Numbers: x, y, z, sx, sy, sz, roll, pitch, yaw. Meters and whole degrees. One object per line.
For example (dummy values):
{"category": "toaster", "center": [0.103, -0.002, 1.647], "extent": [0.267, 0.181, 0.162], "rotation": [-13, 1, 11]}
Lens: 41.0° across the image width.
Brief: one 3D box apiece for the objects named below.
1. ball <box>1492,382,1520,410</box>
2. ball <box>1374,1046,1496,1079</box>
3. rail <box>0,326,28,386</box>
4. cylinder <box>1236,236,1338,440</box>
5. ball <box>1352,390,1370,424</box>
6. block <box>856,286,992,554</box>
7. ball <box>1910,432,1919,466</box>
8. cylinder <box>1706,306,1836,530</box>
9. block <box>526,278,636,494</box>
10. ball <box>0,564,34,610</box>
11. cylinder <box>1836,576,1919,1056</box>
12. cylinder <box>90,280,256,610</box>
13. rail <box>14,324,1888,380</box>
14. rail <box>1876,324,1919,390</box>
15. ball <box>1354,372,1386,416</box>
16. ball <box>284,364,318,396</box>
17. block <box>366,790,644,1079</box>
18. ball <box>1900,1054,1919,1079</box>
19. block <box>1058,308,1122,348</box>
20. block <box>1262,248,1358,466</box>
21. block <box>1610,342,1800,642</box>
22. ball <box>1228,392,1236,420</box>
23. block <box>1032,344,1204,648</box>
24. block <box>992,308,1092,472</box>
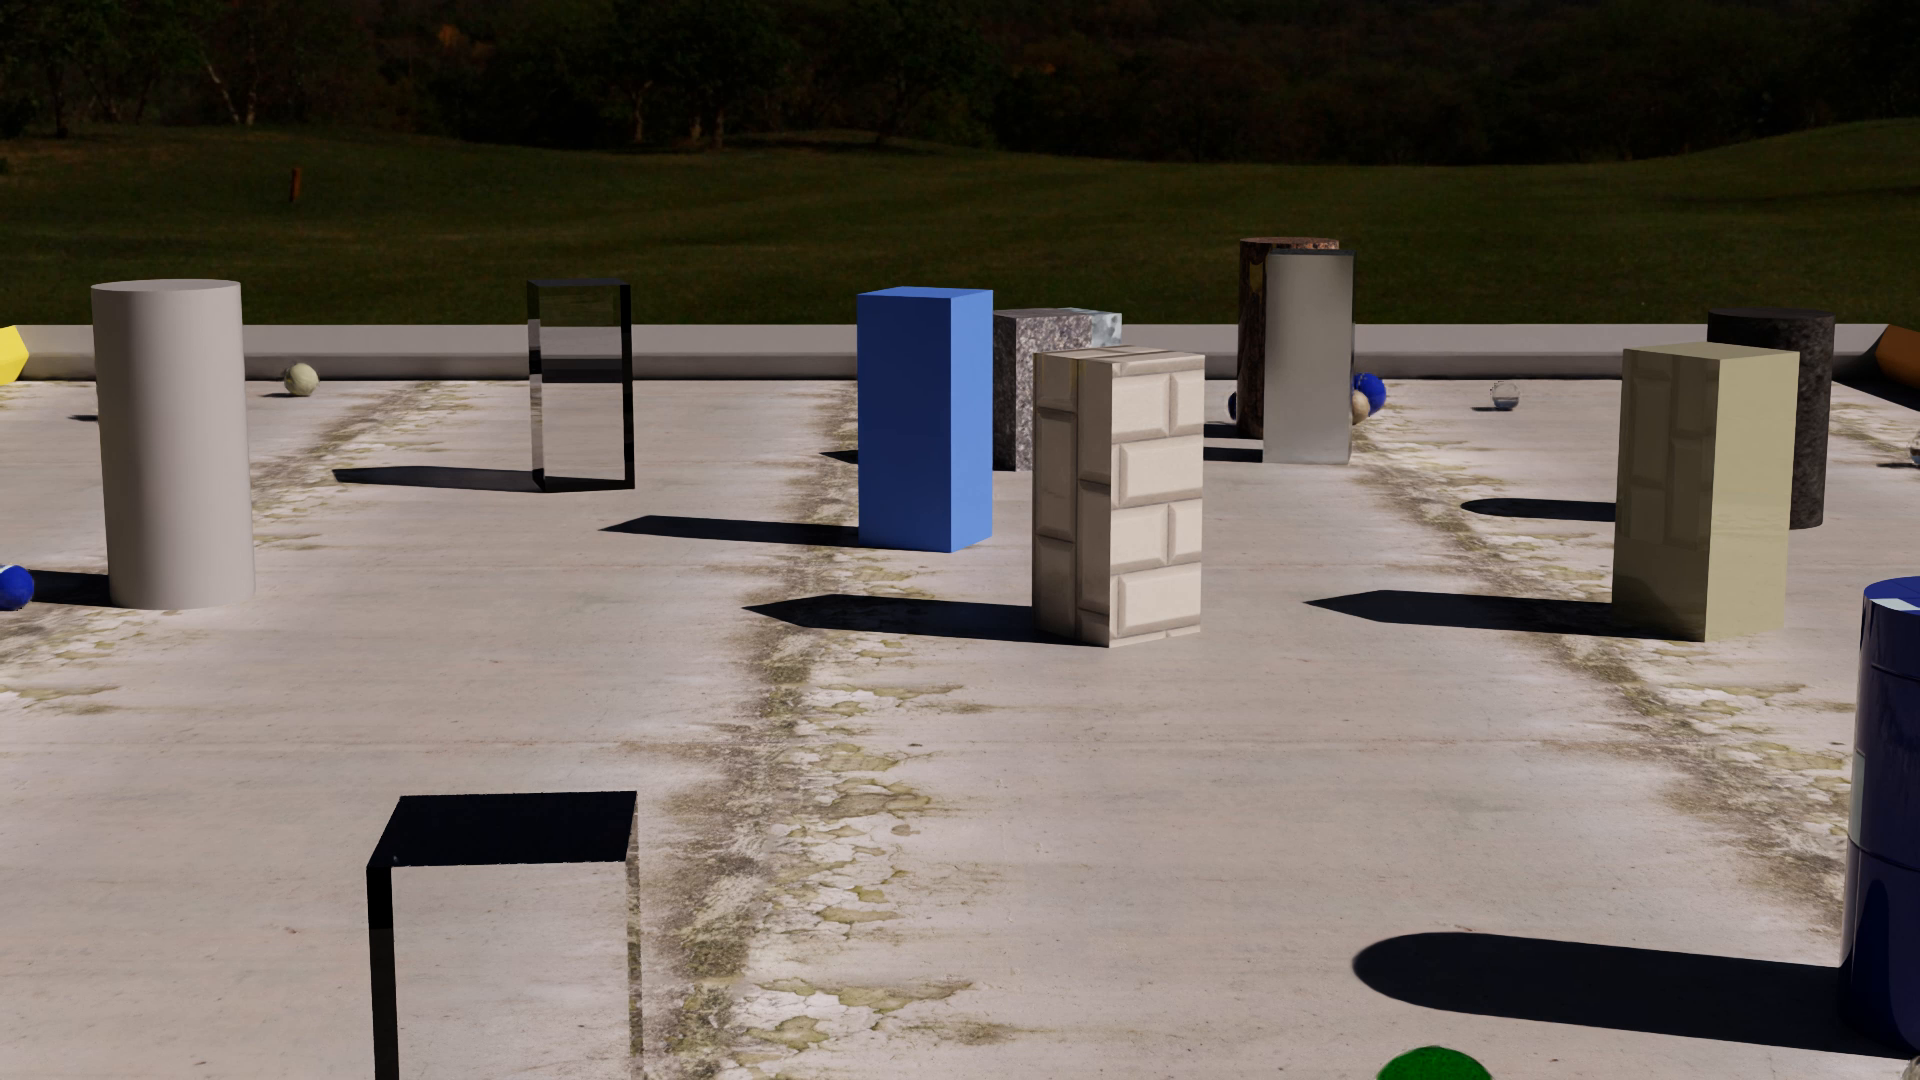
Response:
{"category": "ball", "center": [1.162, -0.306, 5.460], "extent": [0.059, 0.059, 0.059], "rotation": [0, 11, 0]}
{"category": "ball", "center": [0.311, 0.379, 1.678], "extent": [0.094, 0.094, 0.094], "rotation": [0, 11, 0]}
{"category": "rail", "center": [-2.162, 0.035, 3.437], "extent": [0.045, 0.126, 5.170], "rotation": [0, 11, 0]}
{"category": "cylinder", "center": [0.647, -0.401, 5.080], "extent": [0.194, 0.385, 0.194], "rotation": [0, 11, 0]}
{"category": "ball", "center": [0.800, -0.271, 5.240], "extent": [0.072, 0.072, 0.072], "rotation": [0, 11, 0]}
{"category": "block", "center": [-0.052, -0.188, 3.933], "extent": [0.156, 0.384, 0.156], "rotation": [5, 12, 24]}
{"category": "ball", "center": [1.769, -0.167, 4.680], "extent": [0.070, 0.070, 0.070], "rotation": [0, 11, 0]}
{"category": "cylinder", "center": [1.295, -0.198, 4.124], "extent": [0.194, 0.335, 0.194], "rotation": [0, 11, 0]}
{"category": "block", "center": [-0.661, -0.272, 4.469], "extent": [0.156, 0.354, 0.156], "rotation": [-3, 11, -17]}
{"category": "ball", "center": [-1.280, 0.064, 3.459], "extent": [0.062, 0.062, 0.062], "rotation": [0, 11, 0]}
{"category": "cylinder", "center": [0.778, 0.208, 1.947], "extent": [0.194, 0.332, 0.194], "rotation": [0, 11, 0]}
{"category": "cylinder", "center": [-1.077, -0.134, 3.520], "extent": [0.194, 0.431, 0.194], "rotation": [0, 11, 0]}
{"category": "rail", "center": [-0.015, -0.435, 5.967], "extent": [4.371, 0.126, 0.045], "rotation": [0, 11, 0]}
{"category": "rail", "center": [2.162, 0.030, 3.461], "extent": [0.045, 0.126, 5.170], "rotation": [0, 11, 0]}
{"category": "ball", "center": [0.846, -0.304, 5.363], "extent": [0.091, 0.091, 0.091], "rotation": [0, 11, 0]}
{"category": "ball", "center": [-1.459, -0.354, 5.679], "extent": [0.074, 0.074, 0.074], "rotation": [0, 11, 0]}
{"category": "block", "center": [-0.287, 0.305, 1.653], "extent": [0.156, 0.249, 0.156], "rotation": [-1, 11, -4]}
{"category": "ball", "center": [0.668, 0.377, 1.708], "extent": [0.086, 0.086, 0.086], "rotation": [0, 11, 0]}
{"category": "block", "center": [0.206, -0.323, 5.039], "extent": [0.156, 0.247, 0.156], "rotation": [-8, 13, -36]}
{"category": "block", "center": [0.651, -0.342, 4.766], "extent": [0.156, 0.385, 0.156], "rotation": [2, 11, 11]}
{"category": "block", "center": [0.969, -0.067, 3.343], "extent": [0.156, 0.362, 0.156], "rotation": [-7, 13, -34]}
{"category": "ball", "center": [0.580, -0.274, 5.224], "extent": [0.072, 0.072, 0.072], "rotation": [0, 11, 0]}
{"category": "block", "center": [0.203, -0.061, 3.315], "extent": [0.156, 0.361, 0.156], "rotation": [-8, 13, -37]}
{"category": "block", "center": [0.134, -0.279, 4.718], "extent": [0.156, 0.277, 0.156], "rotation": [-5, 12, -27]}
